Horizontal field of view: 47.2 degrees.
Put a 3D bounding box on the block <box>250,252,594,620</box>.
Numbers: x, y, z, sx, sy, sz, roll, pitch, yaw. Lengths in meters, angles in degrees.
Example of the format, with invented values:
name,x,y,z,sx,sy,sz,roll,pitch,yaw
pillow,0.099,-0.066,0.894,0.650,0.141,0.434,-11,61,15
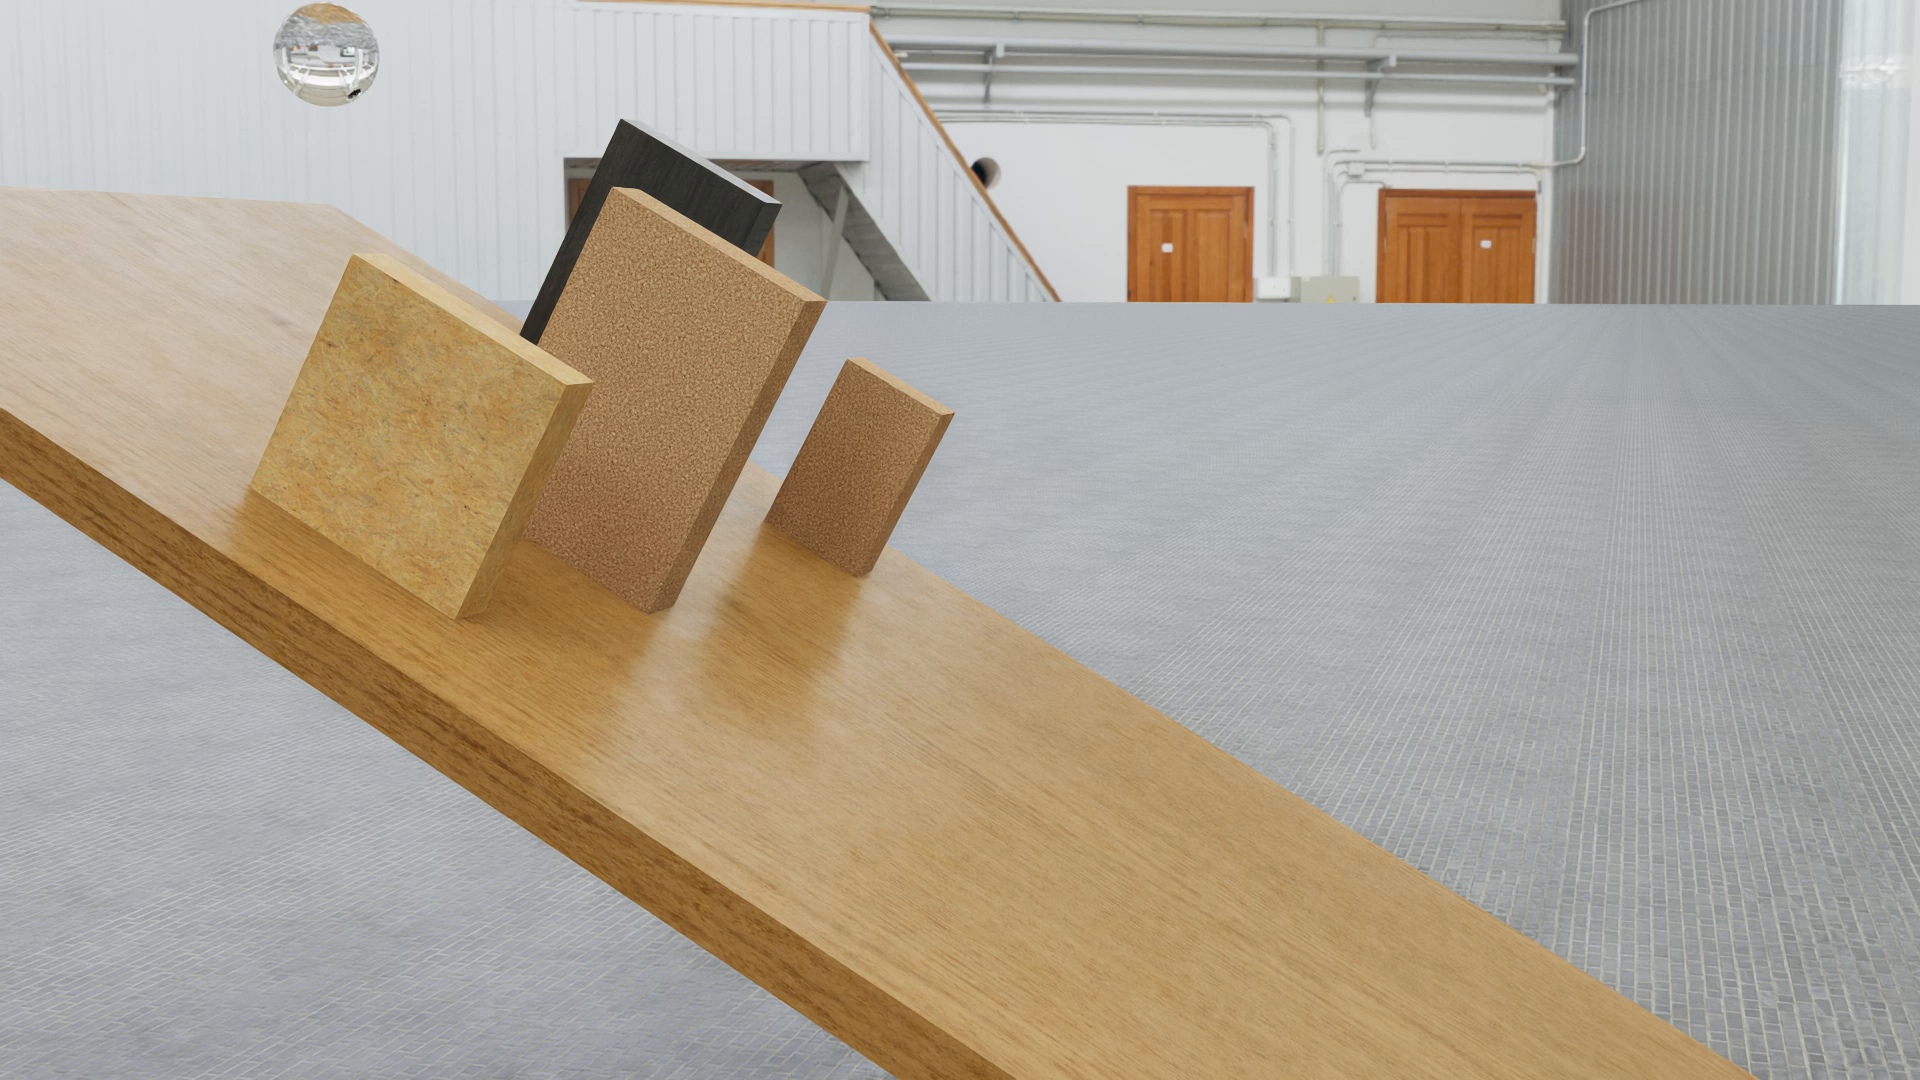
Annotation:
name,x,y,z,sx,sy,sz,roll,pitch,yaw
block,-0.875,-0.170,3.561,0.425,0.434,0.098,31,14,11

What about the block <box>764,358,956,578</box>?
name,x,y,z,sx,sy,sz,roll,pitch,yaw
block,-0.220,-0.160,4.812,0.245,0.408,0.099,31,14,11

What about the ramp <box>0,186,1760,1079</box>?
name,x,y,z,sx,sy,sz,roll,pitch,yaw
ramp,-0.205,0.339,4.139,4.000,0.100,2.000,31,14,11

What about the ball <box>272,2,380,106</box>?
name,x,y,z,sx,sy,sz,roll,pitch,yaw
ball,-1.289,-0.988,4.475,0.210,0.210,0.210,0,7,0

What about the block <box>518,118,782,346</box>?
name,x,y,z,sx,sy,sz,roll,pitch,yaw
block,-0.674,-0.474,4.506,0.353,0.675,0.096,31,14,11

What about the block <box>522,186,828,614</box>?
name,x,y,z,sx,sy,sz,roll,pitch,yaw
block,-0.574,-0.251,3.983,0.416,0.644,0.110,31,14,11
